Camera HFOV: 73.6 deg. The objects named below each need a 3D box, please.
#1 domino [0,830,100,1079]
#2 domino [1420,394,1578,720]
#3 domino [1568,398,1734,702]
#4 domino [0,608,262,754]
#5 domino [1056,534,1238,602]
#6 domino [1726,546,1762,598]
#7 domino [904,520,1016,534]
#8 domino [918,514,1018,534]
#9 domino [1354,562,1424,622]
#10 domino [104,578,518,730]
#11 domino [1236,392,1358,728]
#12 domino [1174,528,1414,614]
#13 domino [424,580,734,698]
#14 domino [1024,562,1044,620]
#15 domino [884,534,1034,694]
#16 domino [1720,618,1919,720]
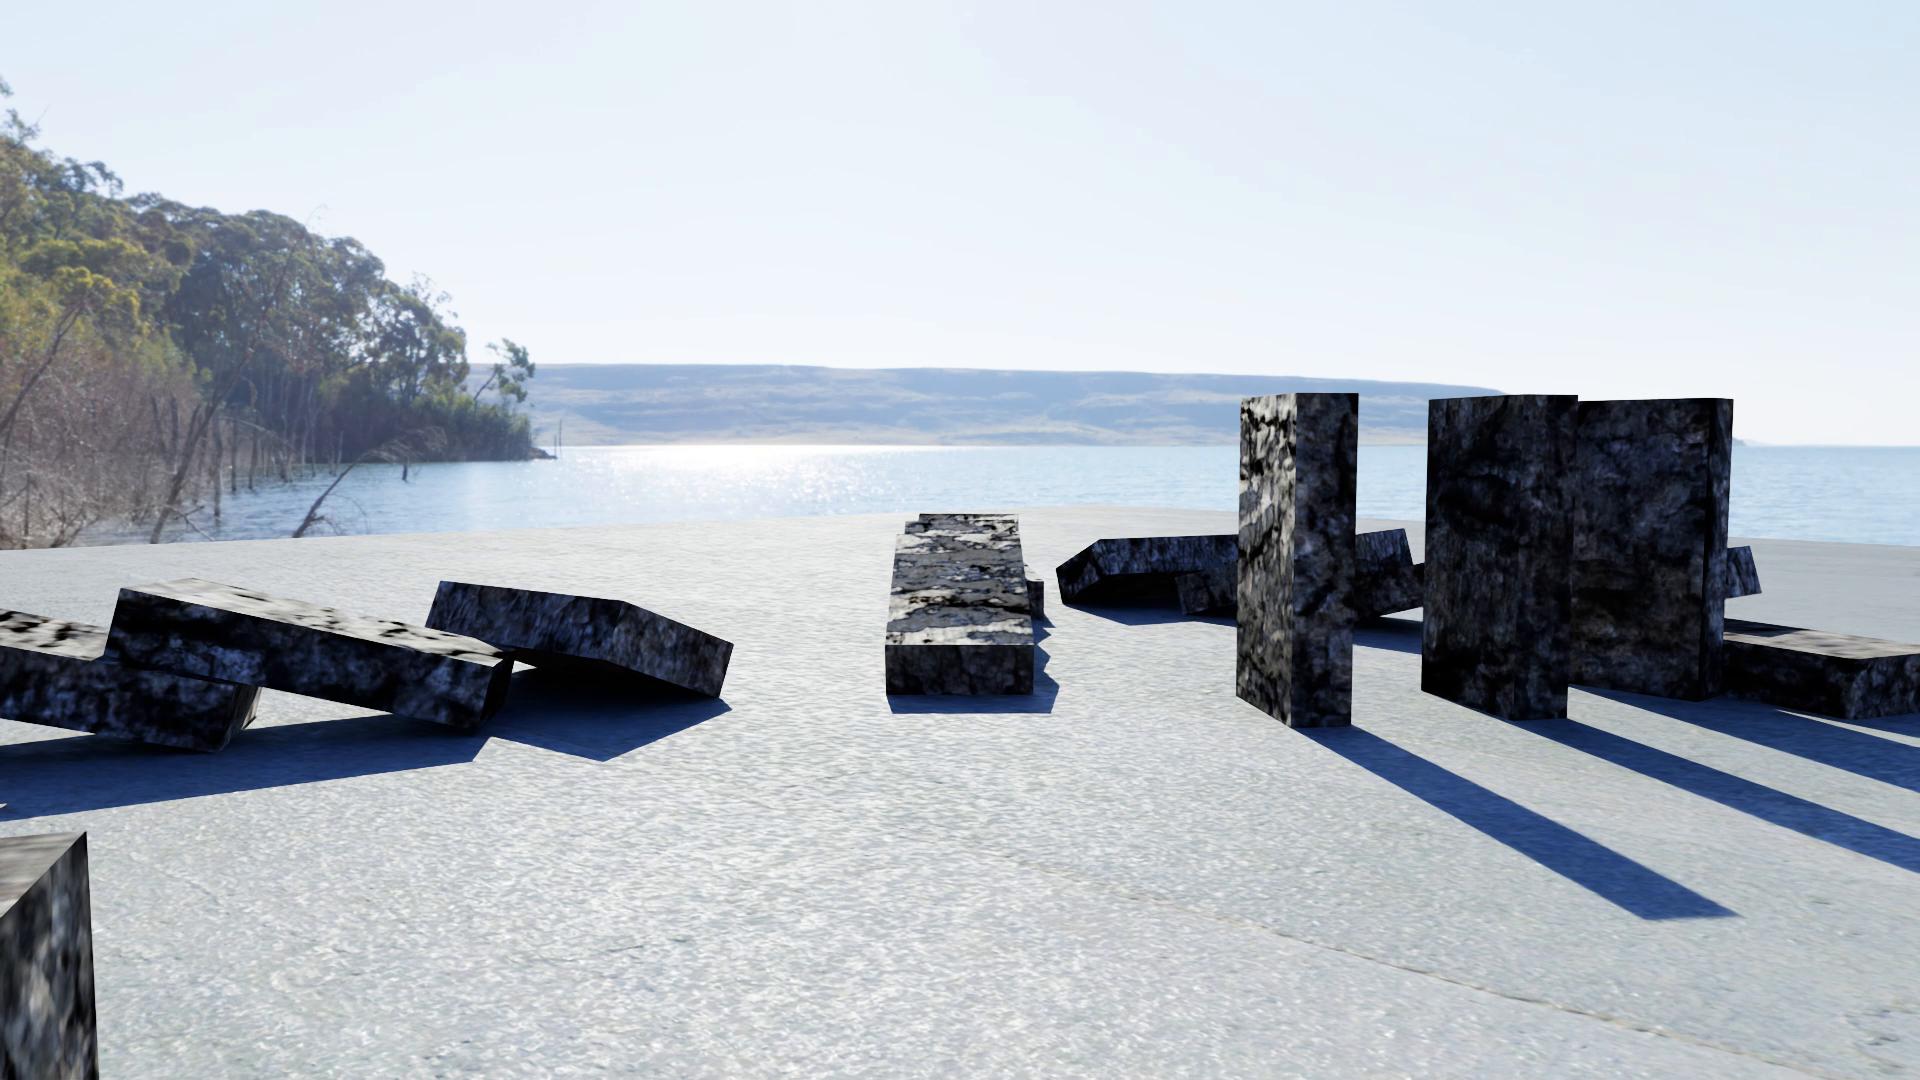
[{"bbox_3d":[-0.035,0.028,0.034,0.009,0.025,0.050,-2,5,-21],"label":"domino"},{"bbox_3d":[0.087,0.002,0.209,0.009,0.050,0.025,-1,4,-13],"label":"domino"},{"bbox_3d":[0.117,0.001,0.222,0.009,0.050,0.025,-3,6,-39],"label":"domino"},{"bbox_3d":[-0.128,0.018,0.180,0.050,0.009,0.025,14,0,-19],"label":"domino"},{"bbox_3d":[0.054,0.007,0.346,0.050,0.010,0.025,-2,-18,-24],"label":"domino"},{"bbox_3d":[0.131,0.012,0.263,0.025,0.009,0.050,-3,-10,-37],"label":"domino"},{"bbox_3d":[0.000,0.010,0.272,0.025,0.009,0.050,-1,23,0],"label":"domino"},{"bbox_3d":[0.001,0.007,0.302,0.025,0.009,0.050,0,23,3],"label":"domino"},{"bbox_3d":[0.112,0.009,0.293,0.050,0.010,0.025,-19,-9,40],"label":"domino"},{"bbox_3d":[-0.095,0.017,0.193,0.050,0.010,0.025,14,-1,-11],"label":"domino"},{"bbox_3d":[0.053,0.002,0.203,0.009,0.050,0.025,0,4,-7],"label":"domino"},{"bbox_3d":[0.081,0.008,0.314,0.050,0.009,0.025,-17,-8,40],"label":"domino"},{"bbox_3d":[-0.066,0.017,0.221,0.050,0.010,0.025,3,-17,36],"label":"domino"},{"bbox_3d":[0.007,0.013,0.334,0.025,0.010,0.050,0,4,-2],"label":"domino"},{"bbox_3d":[0.000,0.013,0.239,0.025,0.009,0.050,0,22,0],"label":"domino"},{"bbox_3d":[0.140,0.021,0.225,0.025,0.009,0.050,-2,5,-22],"label":"domino"}]
